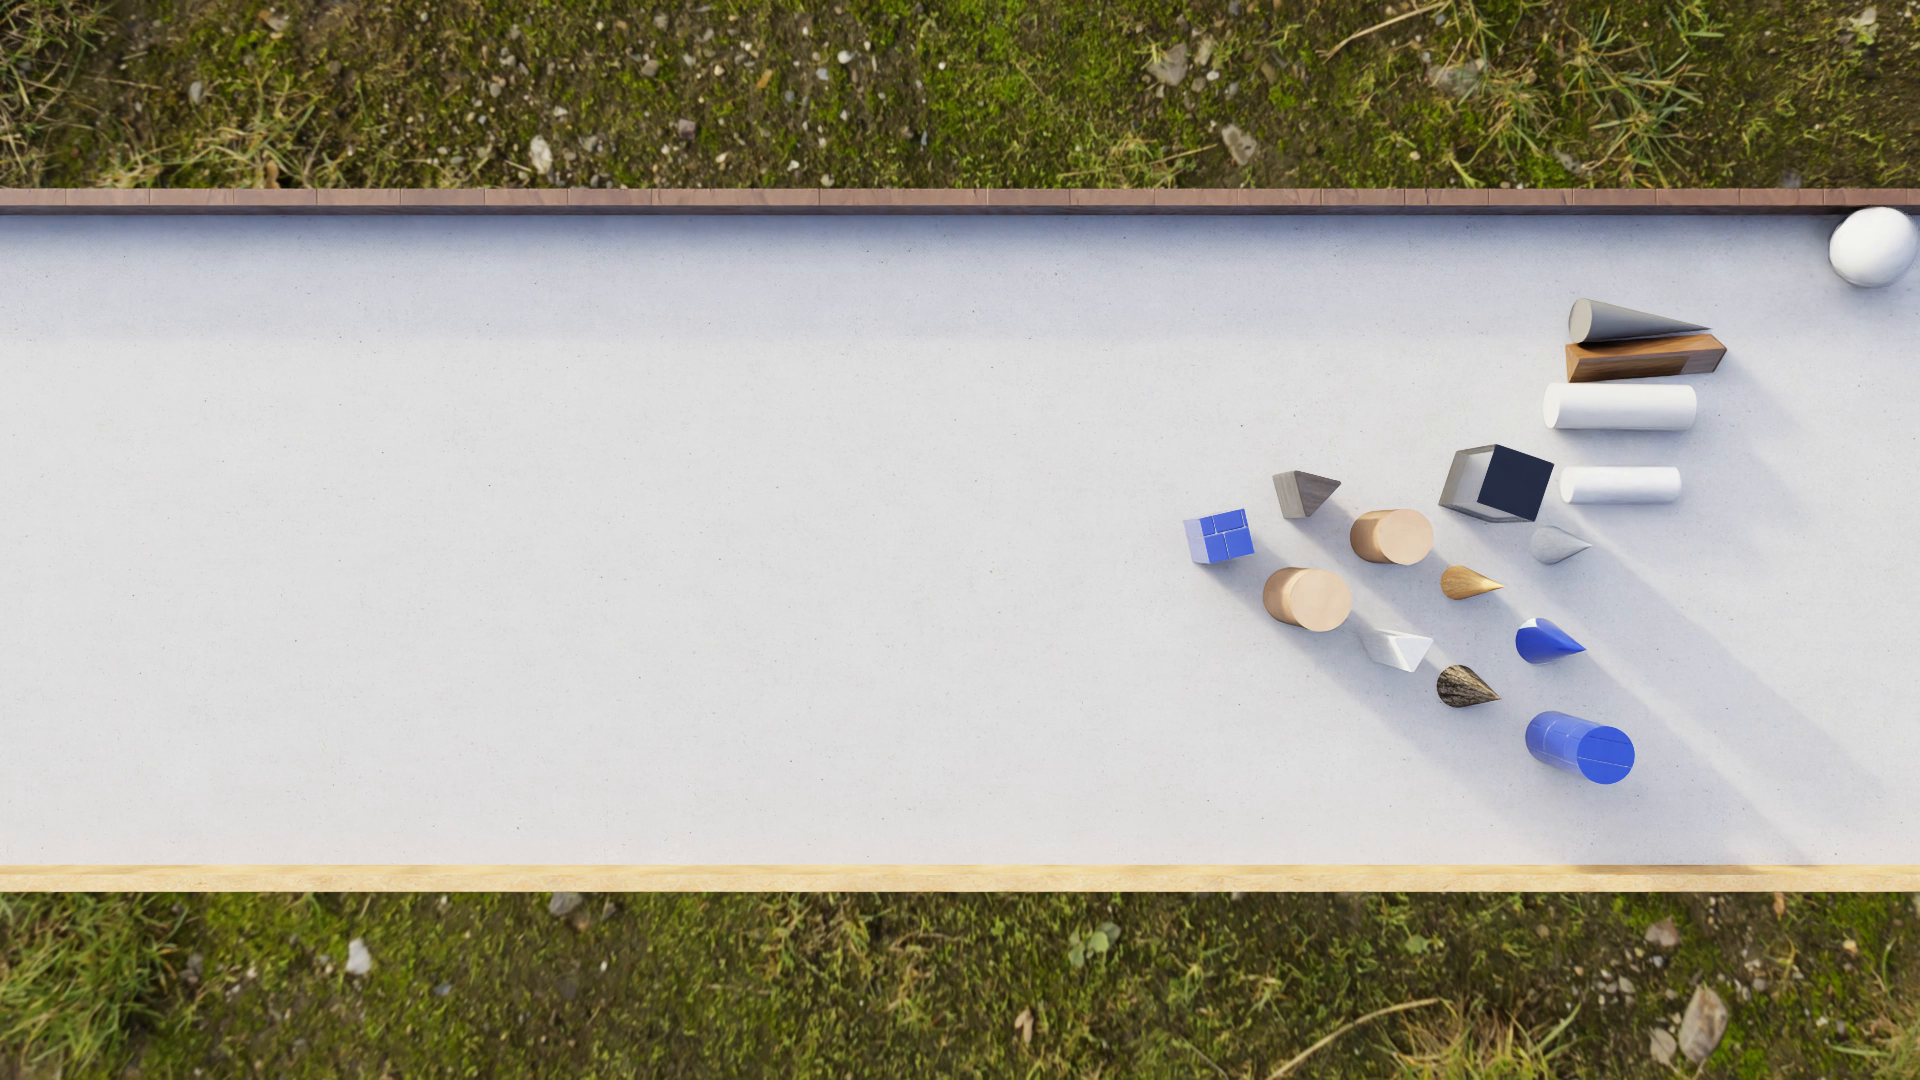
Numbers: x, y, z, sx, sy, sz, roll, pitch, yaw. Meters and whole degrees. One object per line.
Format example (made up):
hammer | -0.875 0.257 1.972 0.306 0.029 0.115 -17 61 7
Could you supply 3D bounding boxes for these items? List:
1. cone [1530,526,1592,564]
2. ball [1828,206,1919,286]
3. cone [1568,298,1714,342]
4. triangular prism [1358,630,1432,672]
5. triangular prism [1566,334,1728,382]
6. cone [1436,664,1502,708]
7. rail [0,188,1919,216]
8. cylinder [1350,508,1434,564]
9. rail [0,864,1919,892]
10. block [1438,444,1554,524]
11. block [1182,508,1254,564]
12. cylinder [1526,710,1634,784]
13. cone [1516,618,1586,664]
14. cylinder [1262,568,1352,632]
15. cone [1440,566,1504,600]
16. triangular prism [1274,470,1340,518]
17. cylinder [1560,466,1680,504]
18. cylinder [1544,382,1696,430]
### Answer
cone | 1.816 0.016 4.904 0.120 0.345 0.120 0 90 0
ball | 2.746 -0.881 4.958 0.238 0.238 0.238 0 90 0
cone | 2.102 -0.658 5.043 0.445 0.136 0.136 2 90 -9
triangular prism | 1.262 0.301 4.858 0.094 0.437 0.109 32 90 0
triangular prism | 2.090 -0.559 5.023 0.448 0.102 0.118 -4 90 0
cone | 1.533 0.450 4.871 0.132 0.411 0.132 0 90 0
rail | -2.247 -1.025 5.002 12.000 0.150 0.050 0 90 0
cylinder | 1.280 -0.010 4.907 0.161 0.340 0.161 0 90 0
rail | -2.247 1.025 5.001 12.000 0.150 0.050 0 90 0
block | 1.582 -0.163 4.886 0.176 0.381 0.176 19 90 0
block | 0.764 -0.012 4.899 0.132 0.355 0.132 -13 90 0
cylinder | 1.822 0.607 4.864 0.165 0.424 0.165 0 90 0
cone | 1.782 0.312 4.881 0.145 0.390 0.145 0 90 0
cylinder | 1.020 0.171 4.870 0.176 0.413 0.176 0 90 0
cone | 1.533 0.131 4.854 0.107 0.445 0.107 0 90 0
triangular prism | 1.005 -0.157 4.908 0.120 0.337 0.138 44 90 0
cylinder | 2.010 -0.170 5.022 0.323 0.110 0.110 1 90 -3
cylinder | 2.001 -0.405 5.008 0.411 0.137 0.137 1 90 0
